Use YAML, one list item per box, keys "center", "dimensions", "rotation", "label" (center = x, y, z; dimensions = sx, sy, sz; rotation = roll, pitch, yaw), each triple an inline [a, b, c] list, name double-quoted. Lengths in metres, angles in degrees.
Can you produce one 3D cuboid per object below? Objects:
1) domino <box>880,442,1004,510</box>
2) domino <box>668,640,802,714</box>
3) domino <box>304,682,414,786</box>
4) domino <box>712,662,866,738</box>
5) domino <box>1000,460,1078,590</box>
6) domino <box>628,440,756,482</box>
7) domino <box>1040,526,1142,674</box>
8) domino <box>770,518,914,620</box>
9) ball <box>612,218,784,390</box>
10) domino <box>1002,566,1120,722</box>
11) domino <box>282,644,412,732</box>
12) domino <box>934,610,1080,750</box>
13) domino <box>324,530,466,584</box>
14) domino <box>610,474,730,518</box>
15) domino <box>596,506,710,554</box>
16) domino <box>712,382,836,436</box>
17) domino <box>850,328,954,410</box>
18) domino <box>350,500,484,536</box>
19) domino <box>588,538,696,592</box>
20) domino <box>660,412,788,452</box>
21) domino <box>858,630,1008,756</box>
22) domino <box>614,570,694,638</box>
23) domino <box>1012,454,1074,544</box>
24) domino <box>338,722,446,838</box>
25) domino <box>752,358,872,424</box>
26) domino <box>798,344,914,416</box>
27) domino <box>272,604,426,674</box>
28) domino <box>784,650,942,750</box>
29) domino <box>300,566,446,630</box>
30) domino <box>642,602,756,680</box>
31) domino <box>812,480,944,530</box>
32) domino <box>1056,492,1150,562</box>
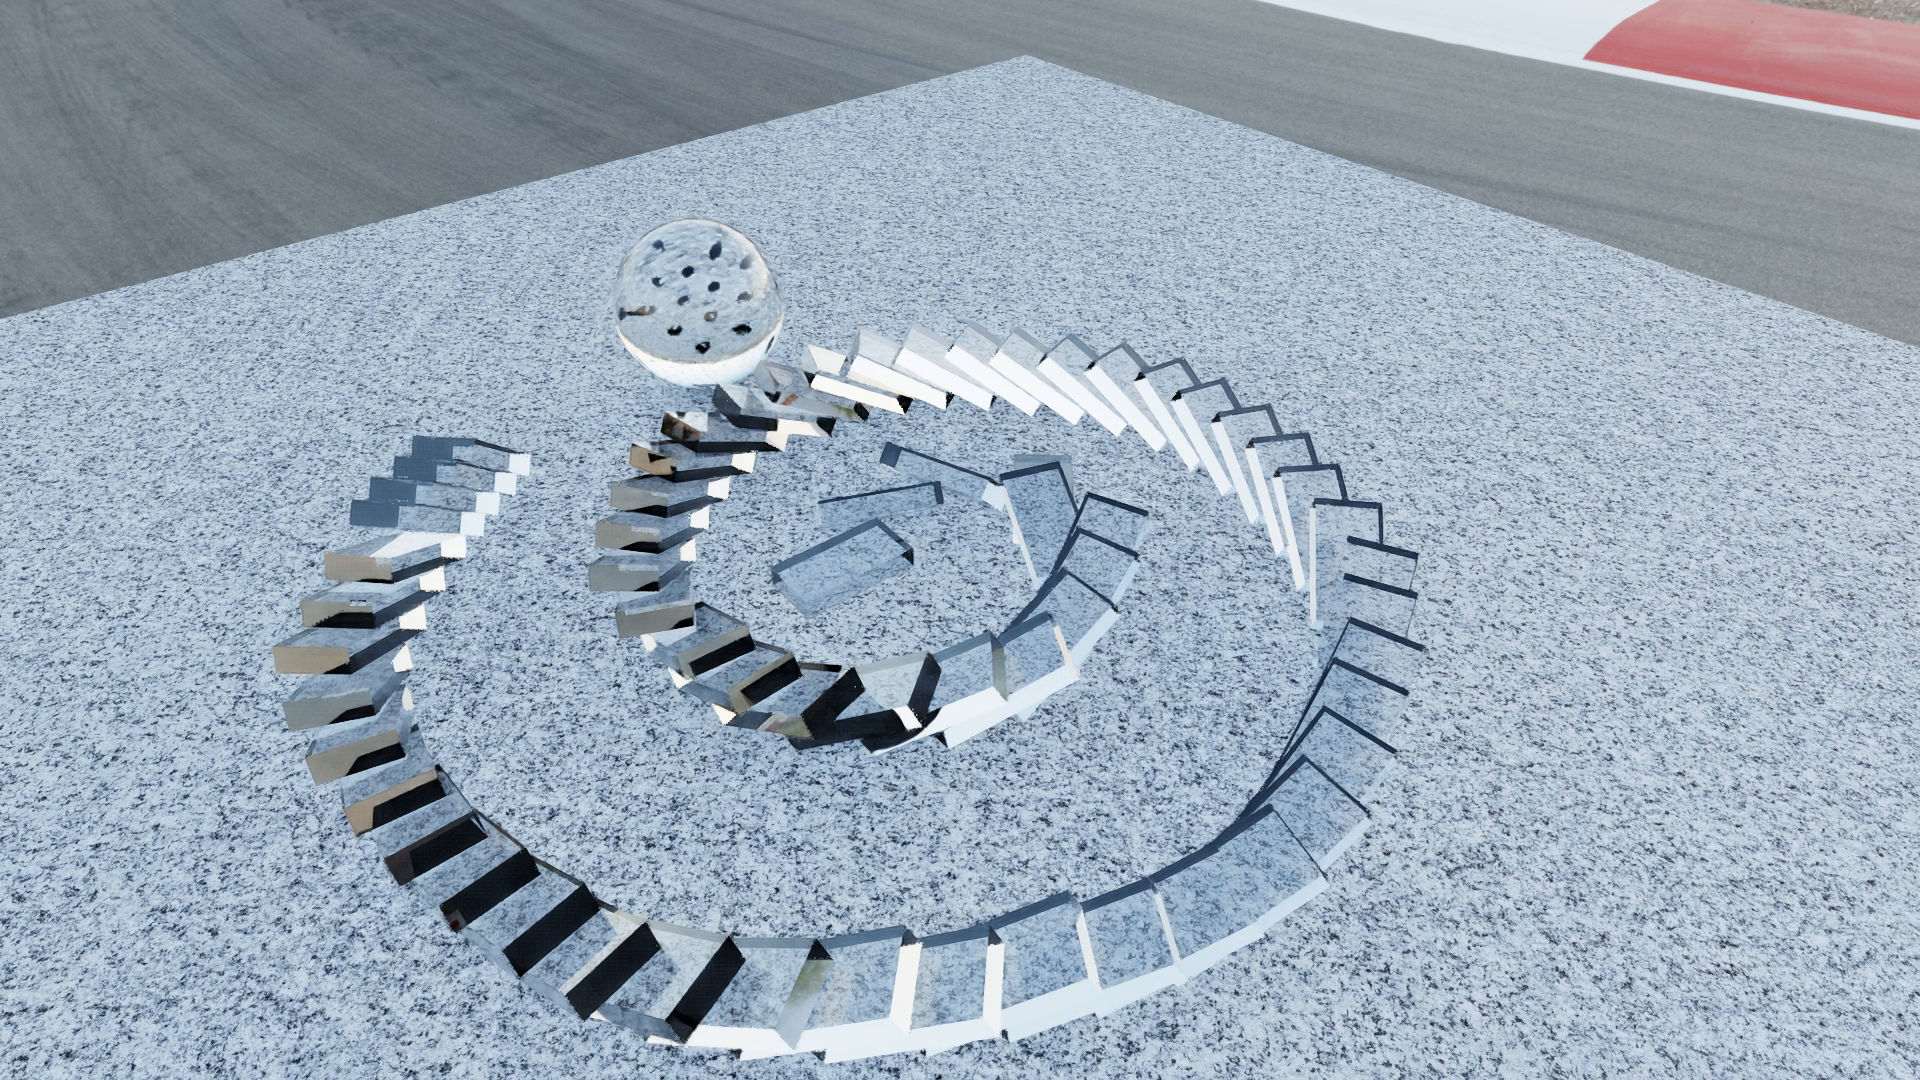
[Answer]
- center: [-0.007, -0.027, 0.464]
  dimensions: [0.050, 0.025, 0.009]
  rotation: [21, 88, 23]
  label: "domino"
- center: [-0.077, 0.044, 0.372]
  dimensions: [0.025, 0.010, 0.050]
  rotation: [-30, 20, -31]
  label: "domino"
- center: [-0.191, 0.061, 0.352]
  dimensions: [0.025, 0.009, 0.050]
  rotation: [-17, 16, -20]
  label: "domino"
- center: [-0.057, 0.052, 0.362]
  dimensions: [0.050, 0.009, 0.025]
  rotation: [-3, 29, 45]
  label: "domino"
- center: [0.035, -0.006, 0.437]
  dimensions: [0.025, 0.009, 0.050]
  rotation: [-13, 60, -9]
  label: "domino"
- center: [-0.113, -0.035, 0.469]
  dimensions: [0.025, 0.010, 0.050]
  rotation: [21, 17, 24]
  label: "domino"
- center: [0.042, 0.022, 0.398]
  dimensions: [0.025, 0.010, 0.050]
  rotation: [25, 74, 26]
  label: "domino"
- center: [-0.046, 0.010, 0.431]
  dimensions: [0.050, 0.009, 0.025]
  rotation: [-27, 46, -29]
  label: "domino"
- center: [-0.124, -0.112, 0.525]
  dimensions: [0.080, 0.080, 0.080]
  rotation: [0, 39, 0]
  label: "ball"
- center: [0.029, 0.036, 0.382]
  dimensions: [0.050, 0.009, 0.025]
  rotation: [-47, 53, -8]
  label: "domino"
- center: [-0.203, 0.048, 0.367]
  dimensions: [0.025, 0.010, 0.050]
  rotation: [-10, 13, -12]
  label: "domino"
- center: [0.013, 0.047, 0.367]
  dimensions: [0.050, 0.010, 0.025]
  rotation: [-30, 41, 11]
  label: "domino"
- center: [-0.213, 0.006, 0.418]
  dimensions: [0.025, 0.010, 0.050]
  rotation: [4, 10, 5]
  label: "domino"
- center: [-0.118, -0.020, 0.451]
  dimensions: [0.025, 0.010, 0.050]
  rotation: [12, 14, 14]
  label: "domino"
- center: [-0.120, -0.006, 0.433]
  dimensions: [0.025, 0.009, 0.050]
  rotation: [6, 12, 7]
  label: "domino"
- center: [-0.084, -0.059, 0.499]
  dimensions: [0.050, 0.010, 0.025]
  rotation: [2, 31, -42]
  label: "domino"
- center: [-0.027, -0.082, 0.526]
  dimensions: [0.050, 0.010, 0.025]
  rotation: [21, 35, -18]
  label: "domino"
- center: [-0.210, -0.008, 0.429]
  dimensions: [0.025, 0.010, 0.050]
  rotation: [4, -3, 4]
  label: "domino"
- center: [-0.119, 0.009, 0.415]
  dimensions: [0.025, 0.010, 0.050]
  rotation: [1, 12, 1]
  label: "domino"
- center: [-0.103, -0.047, 0.484]
  dimensions: [0.025, 0.010, 0.050]
  rotation: [28, 21, 32]
  label: "domino"
- center: [-0.009, 0.051, 0.363]
  dimensions: [0.050, 0.010, 0.025]
  rotation: [-24, 36, 18]
  label: "domino"
- center: [-0.110, 0.023, 0.398]
  dimensions: [0.025, 0.010, 0.050]
  rotation: [-10, 12, -12]
  label: "domino"
- center: [0.035, -0.018, 0.465]
  dimensions: [0.025, 0.010, 0.050]
  rotation: [2, 39, 2]
  label: "domino"
- center: [-0.176, 0.073, 0.338]
  dimensions: [0.025, 0.009, 0.050]
  rotation: [-24, 19, -26]
  label: "domino"
- center: [-0.068, -0.069, 0.509]
  dimensions: [0.050, 0.009, 0.025]
  rotation: [9, 28, -38]
  label: "domino"
- center: [-0.049, -0.076, 0.518]
  dimensions: [0.050, 0.009, 0.025]
  rotation: [13, 31, -32]
  label: "domino"
- center: [-0.212, 0.034, 0.385]
  dimensions: [0.025, 0.010, 0.050]
  rotation: [1, 13, 1]
  label: "domino"
- center: [-0.032, 0.053, 0.361]
  dimensions: [0.050, 0.010, 0.025]
  rotation: [-16, 32, 28]
  label: "domino"
- center: [-0.213, 0.020, 0.402]
  dimensions: [0.025, 0.010, 0.050]
  rotation: [1, 13, 2]
  label: "domino"
- center: [-0.093, 0.034, 0.384]
  dimensions: [0.025, 0.010, 0.050]
  rotation: [-24, 17, -26]
  label: "domino"
- center: [-0.034, -0.014, 0.450]
  dimensions: [0.050, 0.010, 0.025]
  rotation: [-10, -1, -12]
  label: "domino"
- center: [0.050, 0.009, 0.414]
  dimensions: [0.025, 0.009, 0.050]
  rotation: [20, 72, 19]
  label: "domino"
